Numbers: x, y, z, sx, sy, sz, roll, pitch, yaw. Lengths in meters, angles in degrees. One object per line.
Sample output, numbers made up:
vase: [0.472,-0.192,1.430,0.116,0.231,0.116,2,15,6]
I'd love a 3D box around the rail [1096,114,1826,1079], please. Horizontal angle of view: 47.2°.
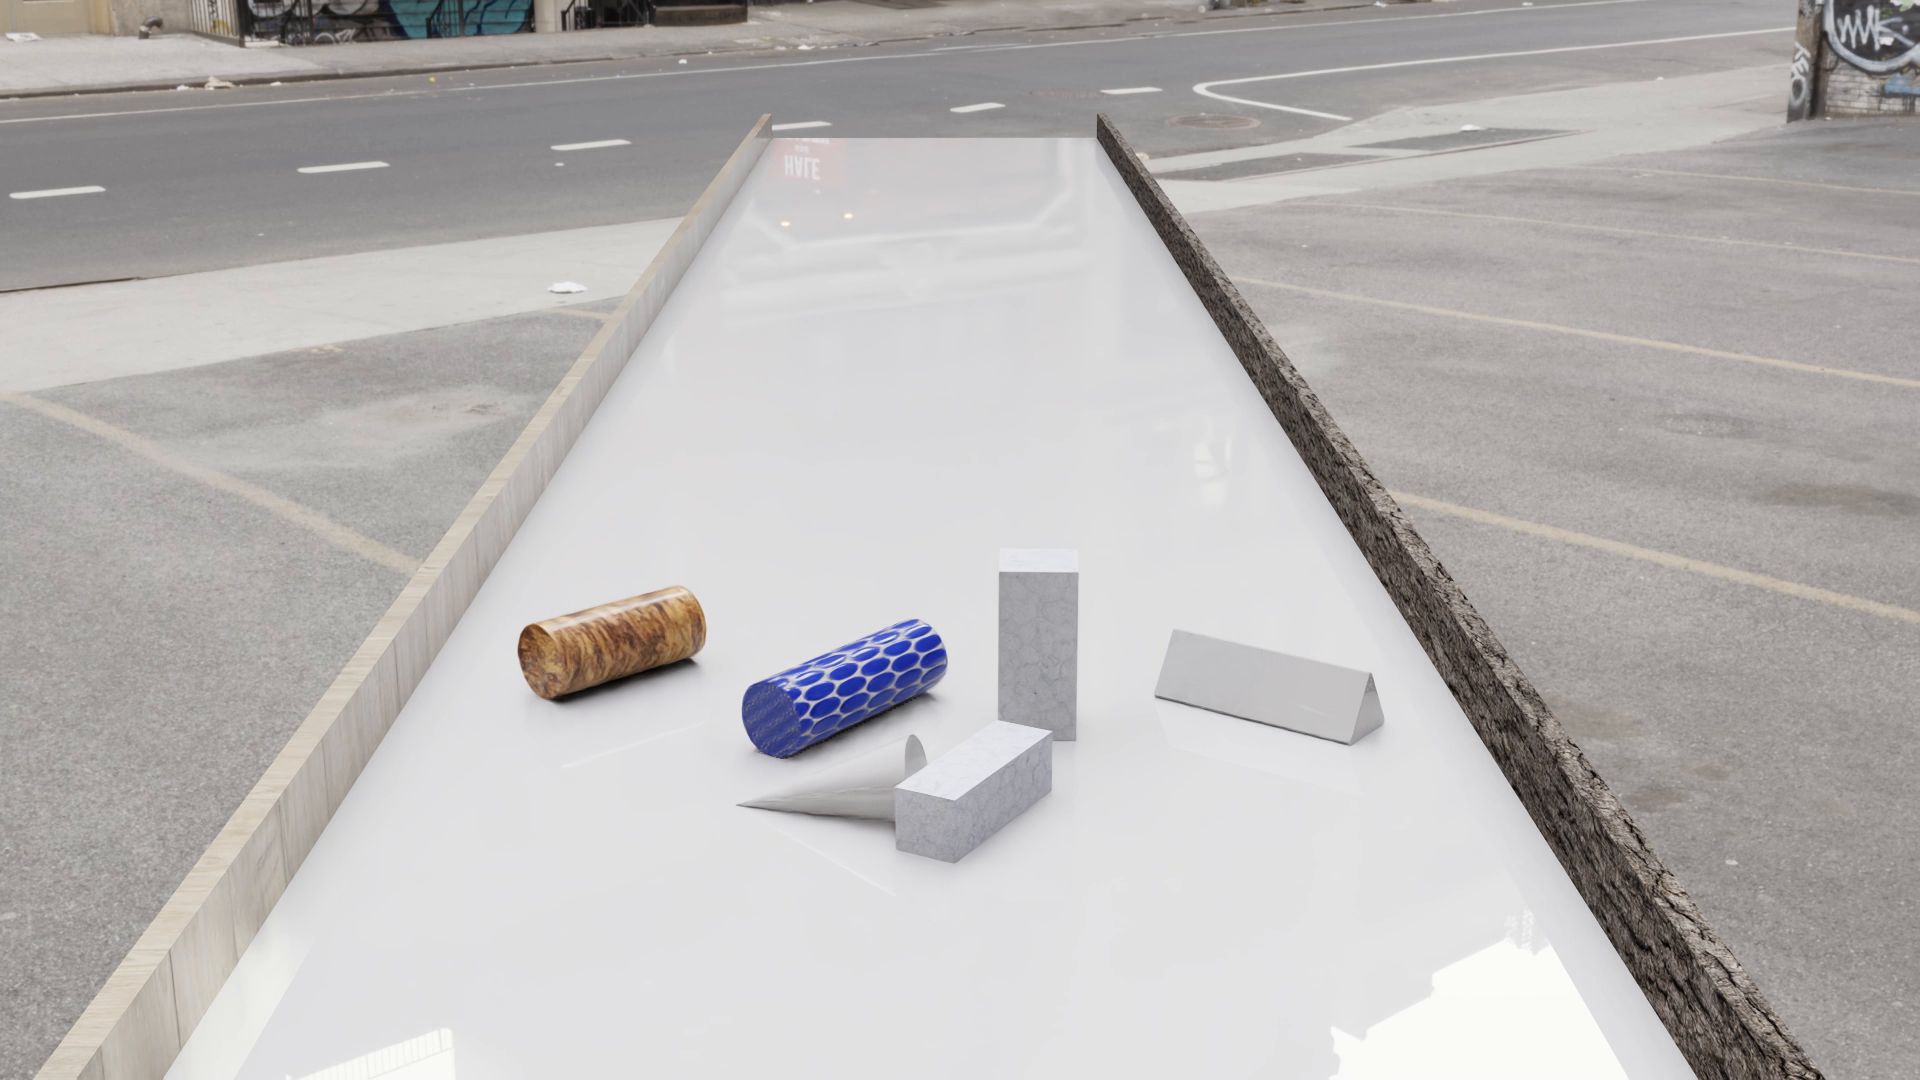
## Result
rail: [0.932,-0.844,7.801,0.050,0.150,12.000,0,17,-1]

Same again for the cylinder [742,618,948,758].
cylinder: [-0.209,0.269,4.075,0.141,0.141,0.432,12,20,35]

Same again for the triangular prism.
triangular prism: [0.579,0.262,4.127,0.416,0.119,0.137,12,21,35]

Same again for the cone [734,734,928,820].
cone: [-0.226,0.422,3.680,0.328,0.149,0.149,-10,14,14]

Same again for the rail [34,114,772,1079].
rail: [-1.118,-0.838,7.780,0.050,0.150,12.000,0,17,-1]

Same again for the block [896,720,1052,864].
block: [0.027,0.413,3.646,0.110,0.110,0.339,9,19,28]

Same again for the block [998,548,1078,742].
block: [0.142,0.191,4.021,0.142,0.322,0.142,1,17,2]

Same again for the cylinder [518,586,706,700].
cylinder: [-0.677,0.197,4.304,0.344,0.148,0.148,-16,23,-42]
